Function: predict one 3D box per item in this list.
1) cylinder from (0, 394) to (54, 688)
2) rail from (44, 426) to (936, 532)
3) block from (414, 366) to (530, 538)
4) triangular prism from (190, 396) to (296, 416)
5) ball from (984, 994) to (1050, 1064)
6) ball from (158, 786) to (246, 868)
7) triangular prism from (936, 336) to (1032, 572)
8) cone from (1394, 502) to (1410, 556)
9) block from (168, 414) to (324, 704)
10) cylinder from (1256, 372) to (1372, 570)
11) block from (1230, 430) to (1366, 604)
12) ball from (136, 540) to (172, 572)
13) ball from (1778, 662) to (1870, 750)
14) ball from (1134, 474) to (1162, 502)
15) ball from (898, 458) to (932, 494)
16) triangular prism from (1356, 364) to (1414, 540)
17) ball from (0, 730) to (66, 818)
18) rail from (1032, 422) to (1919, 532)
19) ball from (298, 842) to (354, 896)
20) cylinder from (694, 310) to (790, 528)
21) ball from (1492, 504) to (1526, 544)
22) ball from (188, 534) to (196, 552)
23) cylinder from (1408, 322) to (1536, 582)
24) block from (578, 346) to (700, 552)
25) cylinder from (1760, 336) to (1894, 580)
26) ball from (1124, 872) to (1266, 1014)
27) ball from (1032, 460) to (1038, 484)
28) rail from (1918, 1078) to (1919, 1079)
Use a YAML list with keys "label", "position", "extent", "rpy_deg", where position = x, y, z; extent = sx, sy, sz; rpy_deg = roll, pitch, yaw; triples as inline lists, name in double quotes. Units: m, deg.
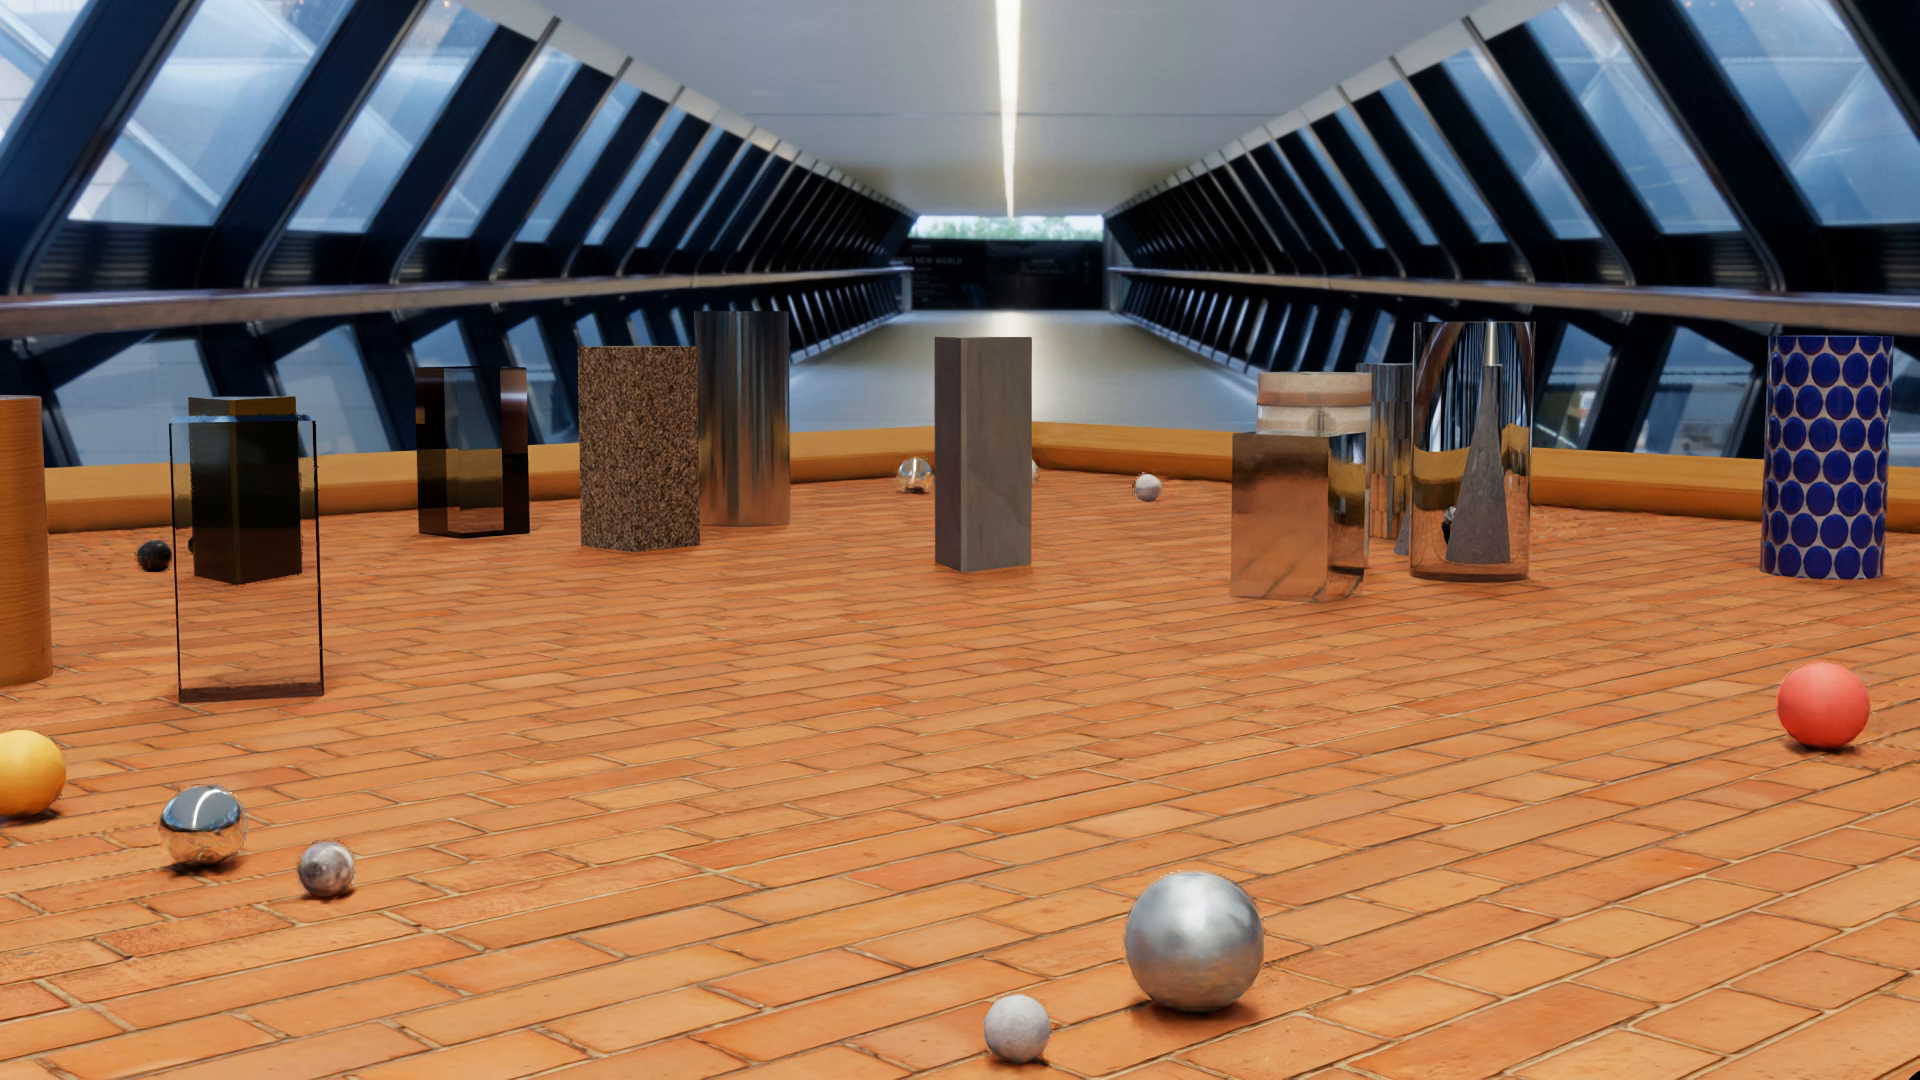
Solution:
- label: "cylinder"
  position: [-1.209, -0.001, 2.656]
  extent: [0.198, 0.340, 0.198]
  rpy_deg: [0, 6, 0]
- label: "rail"
  position: [-1.367, -0.120, 4.806]
  extent: [4.325, 0.128, 0.045]
  rpy_deg: [-5, 8, -42]
- label: "block"
  position: [-0.975, -0.179, 4.395]
  extent: [0.158, 0.332, 0.158]
  rpy_deg: [-6, 8, -44]
- label: "triangular prism"
  position: [-1.195, -0.093, 3.733]
  extent: [0.148, 0.298, 0.171]
  rpy_deg: [-5, 8, -41]
- label: "ball"
  position: [0.034, 0.290, 1.306]
  extent: [0.040, 0.040, 0.040]
  rpy_deg: [0, 6, 0]
- label: "ball"
  position: [-0.607, 0.230, 1.761]
  extent: [0.066, 0.066, 0.066]
  rpy_deg: [0, 6, 0]
- label: "triangular prism"
  position: [0.012, -0.155, 3.845]
  extent: [0.148, 0.399, 0.171]
  rpy_deg: [6, 8, 44]
- label: "cone"
  position: [0.899, -0.148, 4.033]
  extent: [0.198, 0.345, 0.198]
  rpy_deg: [0, 6, 0]
- label: "block"
  position: [-0.837, 0.017, 2.582]
  extent: [0.158, 0.319, 0.158]
  rpy_deg: [-2, 6, -18]
- label: "cylinder"
  position: [0.614, -0.121, 3.824]
  extent: [0.198, 0.336, 0.198]
  rpy_deg: [0, 6, 0]
- label: "block"
  position: [0.530, -0.041, 3.443]
  extent: [0.158, 0.255, 0.158]
  rpy_deg: [4, 7, 31]
- label: "ball"
  position: [-1.372, 0.027, 3.746]
  extent: [0.057, 0.057, 0.057]
  rpy_deg: [0, 6, 0]
- label: "ball"
  position: [0.879, 0.169, 2.240]
  extent: [0.088, 0.088, 0.088]
  rpy_deg: [0, 6, 0]
- label: "ball"
  position: [0.439, -0.121, 5.136]
  extent: [0.064, 0.064, 0.064]
  rpy_deg: [0, 6, 0]
- label: "ball"
  position: [-0.110, -0.157, 5.367]
  extent: [0.087, 0.087, 0.087]
  rpy_deg: [0, 6, 0]
- label: "triangular prism"
  position: [0.847, -0.180, 4.374]
  extent: [0.171, 0.340, 0.148]
  rpy_deg: [-6, 8, -43]
- label: "ball"
  position: [-0.829, 0.206, 1.938]
  extent: [0.077, 0.077, 0.077]
  rpy_deg: [0, 6, 0]
- label: "rail"
  position: [1.572, -0.117, 4.774]
  extent: [0.045, 0.128, 4.080]
  rpy_deg: [-5, 8, -42]
- label: "ball"
  position: [-0.484, 0.251, 1.678]
  extent: [0.042, 0.042, 0.042]
  rpy_deg: [0, 6, 0]
- label: "cylinder"
  position: [-0.456, -0.258, 4.613]
  extent: [0.198, 0.443, 0.198]
  rpy_deg: [0, 6, 0]
- label: "ball"
  position: [1.014, -0.029, 4.093]
  extent: [0.075, 0.075, 0.075]
  rpy_deg: [0, 6, 0]
- label: "ball"
  position: [-1.400, 0.004, 4.051]
  extent: [0.040, 0.040, 0.040]
  rpy_deg: [0, 6, 0]
- label: "cylinder"
  position: [0.857, -0.151, 3.683]
  extent: [0.198, 0.425, 0.198]
  rpy_deg: [0, 6, 0]
- label: "block"
  position: [-0.607, -0.177, 4.158]
  extent: [0.158, 0.377, 0.158]
  rpy_deg: [5, 8, 40]
- label: "cylinder"
  position: [1.469, -0.144, 3.730]
  extent: [0.198, 0.401, 0.198]
  rpy_deg: [0, 6, 0]
- label: "ball"
  position: [0.149, 0.256, 1.399]
  extent: [0.089, 0.089, 0.089]
  rpy_deg: [0, 6, 0]
- label: "ball"
  position: [0.161, -0.169, 5.533]
  extent: [0.076, 0.076, 0.076]
  rpy_deg: [0, 6, 0]
- label: "rail"
  position: [1.367, 0.187, 1.858]
  extent: [4.325, 0.128, 0.045]
  rpy_deg: [-5, 8, -42]
